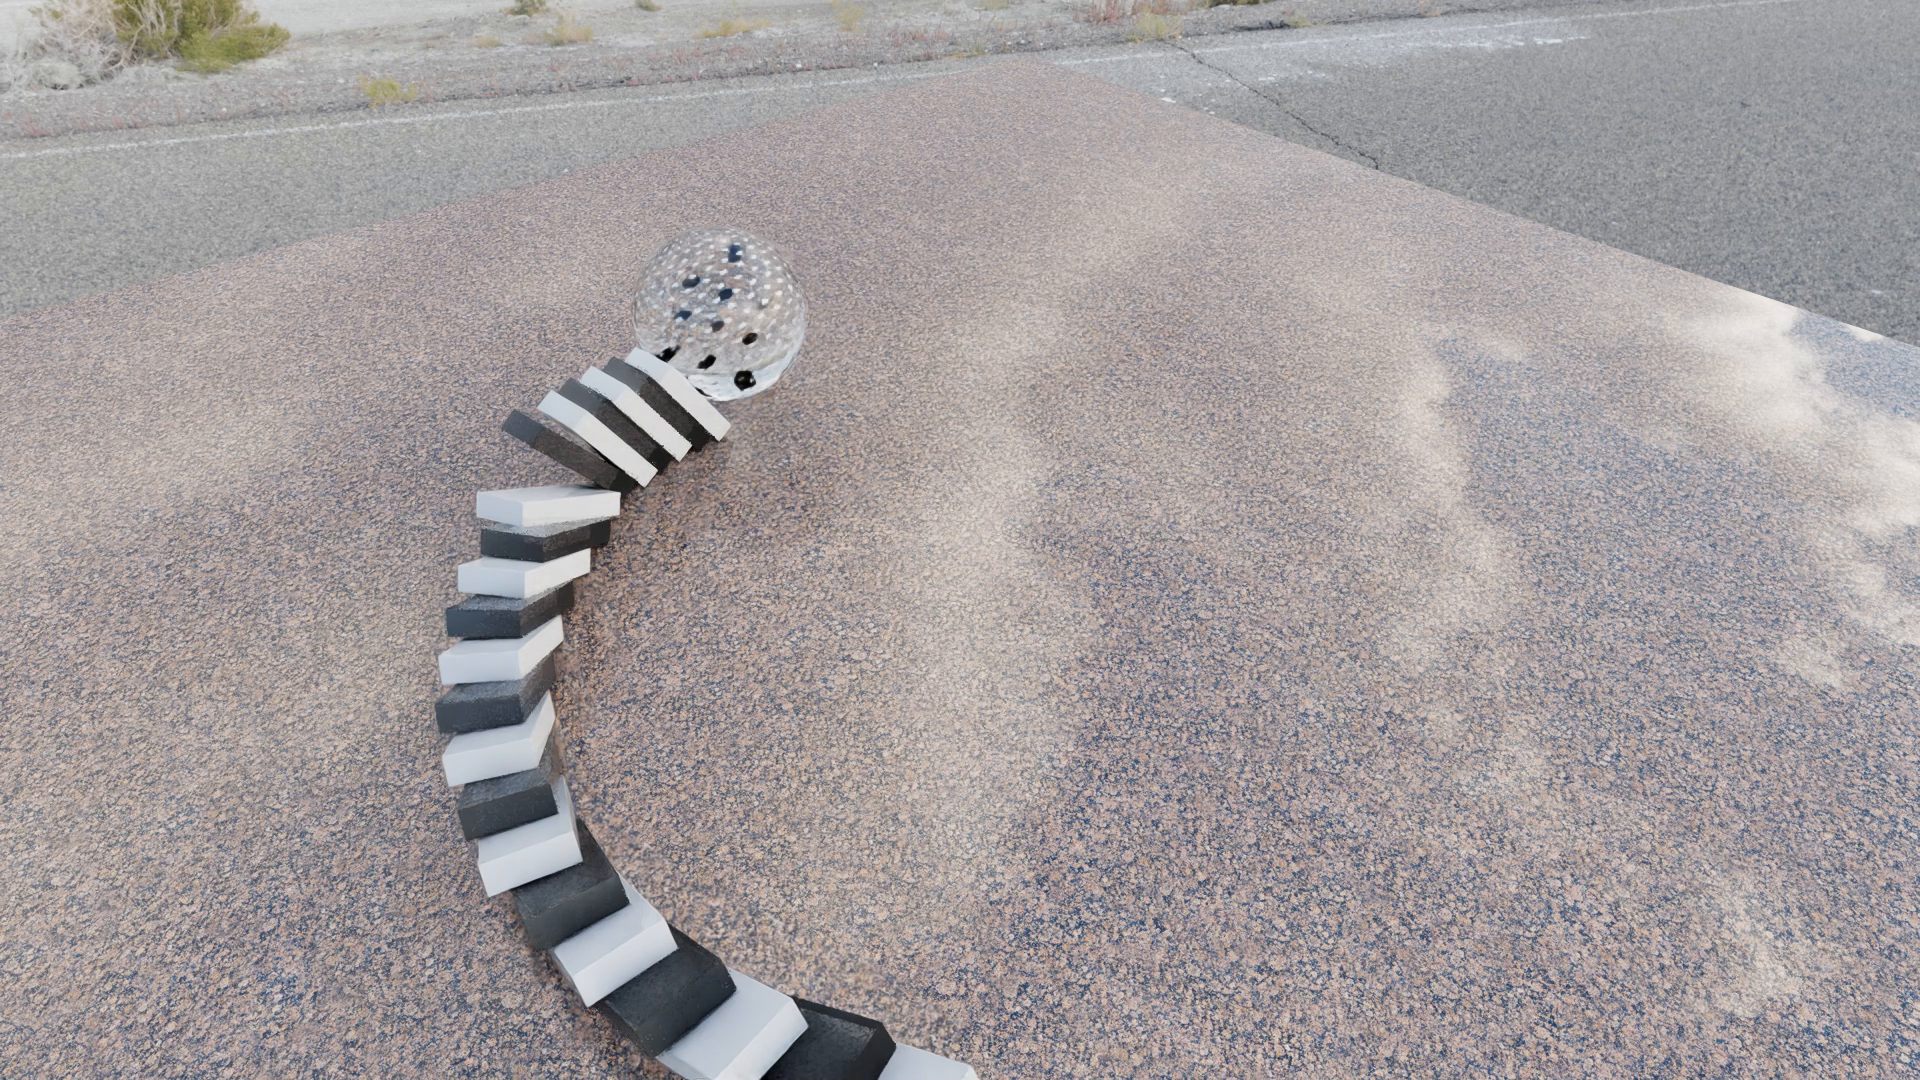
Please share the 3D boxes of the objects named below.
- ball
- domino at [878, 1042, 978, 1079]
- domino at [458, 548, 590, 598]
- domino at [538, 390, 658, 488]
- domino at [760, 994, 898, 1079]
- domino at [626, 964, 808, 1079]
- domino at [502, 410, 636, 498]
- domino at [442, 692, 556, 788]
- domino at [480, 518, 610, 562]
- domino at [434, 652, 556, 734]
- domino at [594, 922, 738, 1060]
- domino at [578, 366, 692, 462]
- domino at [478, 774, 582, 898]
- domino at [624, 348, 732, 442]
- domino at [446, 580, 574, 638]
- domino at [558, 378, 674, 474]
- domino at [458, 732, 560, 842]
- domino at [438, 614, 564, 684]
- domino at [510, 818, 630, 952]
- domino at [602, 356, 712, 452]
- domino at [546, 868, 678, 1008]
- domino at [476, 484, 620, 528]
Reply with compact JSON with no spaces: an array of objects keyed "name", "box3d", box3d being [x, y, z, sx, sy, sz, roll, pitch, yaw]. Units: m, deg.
[{"name":"ball","box3d":[-0.112,-0.106,0.517,0.080,0.080,0.080,0,39,0]},{"name":"domino","box3d":[-0.021,0.133,0.262,0.050,0.009,0.025,-4,31,39]},{"name":"domino","box3d":[-0.162,0.011,0.412,0.025,0.009,0.050,5,10,7]},{"name":"domino","box3d":[-0.152,-0.042,0.465,0.025,0.050,0.009,28,78,30]},{"name":"domino","box3d":[-0.043,0.127,0.271,0.050,0.010,0.025,-5,31,39]},{"name":"domino","box3d":[-0.064,0.121,0.278,0.050,0.010,0.025,-1,29,46]},{"name":"domino","box3d":[-0.161,-0.035,0.456,0.025,0.050,0.009,25,82,39]},{"name":"domino","box3d":[-0.145,0.062,0.349,0.025,0.010,0.050,-11,11,-13]},{"name":"domino","box3d":[-0.160,-0.002,0.427,0.025,0.010,0.050,7,10,9]},{"name":"domino","box3d":[-0.152,0.050,0.364,0.025,0.009,0.050,-6,10,-8]},{"name":"domino","box3d":[-0.082,0.114,0.287,0.025,0.009,0.050,-33,21,-33]},{"name":"domino","box3d":[-0.141,-0.054,0.480,0.025,0.050,0.010,28,78,30]},{"name":"domino","box3d":[-0.126,0.085,0.321,0.025,0.009,0.050,-17,13,-20]},{"name":"domino","box3d":[-0.126,-0.065,0.492,0.025,0.050,0.010,28,78,30]},{"name":"domino","box3d":[-0.160,0.024,0.396,0.025,0.010,0.050,1,10,1]},{"name":"domino","box3d":[-0.147,-0.049,0.473,0.025,0.050,0.009,28,78,30]},{"name":"domino","box3d":[-0.136,0.074,0.335,0.025,0.010,0.050,-15,12,-17]},{"name":"domino","box3d":[-0.157,0.037,0.380,0.025,0.010,0.050,-3,10,-4]},{"name":"domino","box3d":[-0.112,0.095,0.309,0.025,0.009,0.050,-24,16,-26]},{"name":"domino","box3d":[-0.134,-0.060,0.486,0.025,0.050,0.009,28,78,30]},{"name":"domino","box3d":[-0.098,0.105,0.297,0.025,0.010,0.050,-28,18,-30]},{"name":"domino","box3d":[-0.164,-0.014,0.441,0.025,0.009,0.050,11,12,26]}]
